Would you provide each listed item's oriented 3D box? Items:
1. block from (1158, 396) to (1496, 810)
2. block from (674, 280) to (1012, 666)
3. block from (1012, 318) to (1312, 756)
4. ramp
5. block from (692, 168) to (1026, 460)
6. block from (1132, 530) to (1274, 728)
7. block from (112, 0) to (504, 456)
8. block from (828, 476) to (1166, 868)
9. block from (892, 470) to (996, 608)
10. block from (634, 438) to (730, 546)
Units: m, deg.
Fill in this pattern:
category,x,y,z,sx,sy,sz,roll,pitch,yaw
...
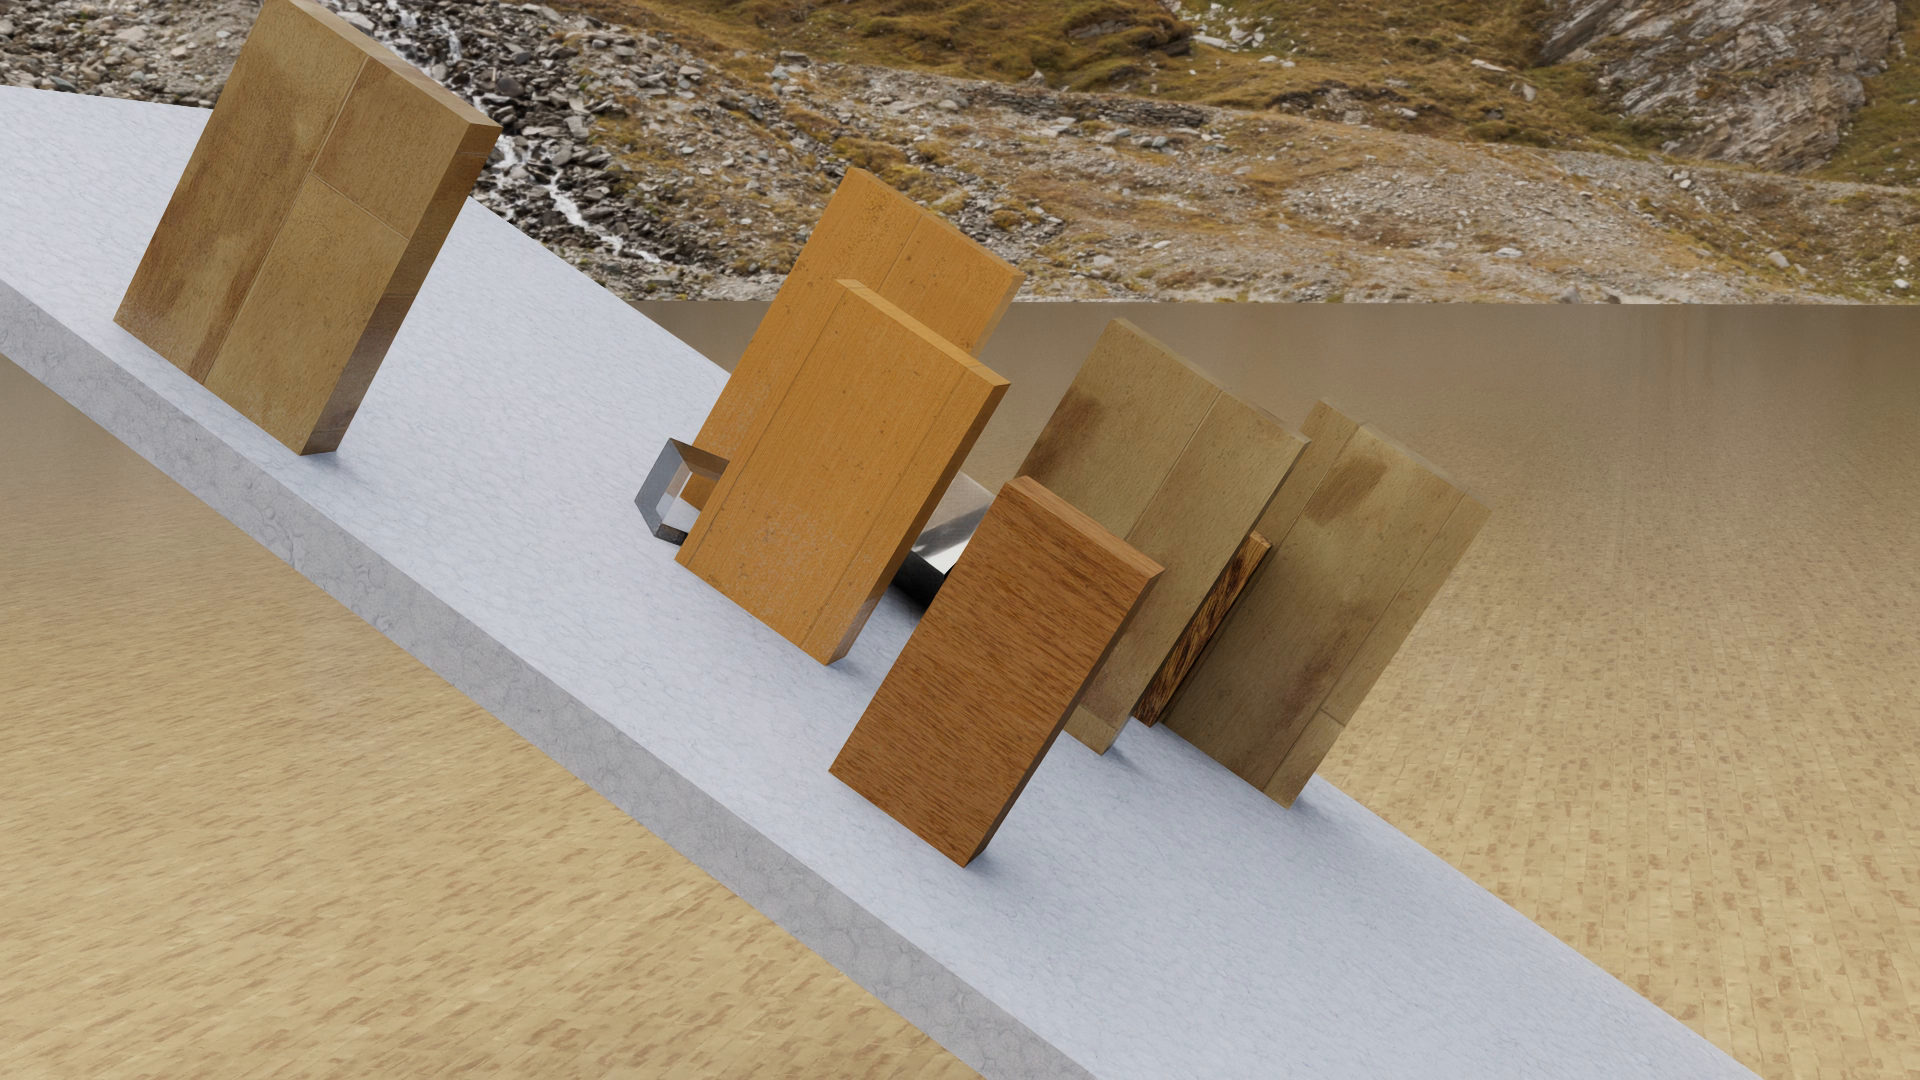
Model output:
category,x,y,z,sx,sy,sz,roll,pitch,yaw
block,0.723,0.130,4.565,0.410,0.747,0.147,34,15,11
block,-0.209,-0.118,3.844,0.335,0.581,0.105,34,15,11
block,0.292,-0.006,4.210,0.429,0.716,0.102,34,15,11
ramp,-0.150,0.249,4.111,4.000,0.100,2.000,34,15,11
block,-0.218,-0.302,4.179,0.378,0.705,0.081,34,15,11
block,0.402,0.109,4.576,0.309,0.451,0.141,34,15,11
block,-1.019,-0.488,3.418,0.392,0.592,0.101,34,15,11
block,0.054,0.203,3.401,0.261,0.545,0.118,34,15,11
block,-0.046,-0.009,4.403,0.200,0.200,0.200,36,-24,17
block,-0.486,-0.076,4.024,0.140,0.140,0.140,21,18,-33
